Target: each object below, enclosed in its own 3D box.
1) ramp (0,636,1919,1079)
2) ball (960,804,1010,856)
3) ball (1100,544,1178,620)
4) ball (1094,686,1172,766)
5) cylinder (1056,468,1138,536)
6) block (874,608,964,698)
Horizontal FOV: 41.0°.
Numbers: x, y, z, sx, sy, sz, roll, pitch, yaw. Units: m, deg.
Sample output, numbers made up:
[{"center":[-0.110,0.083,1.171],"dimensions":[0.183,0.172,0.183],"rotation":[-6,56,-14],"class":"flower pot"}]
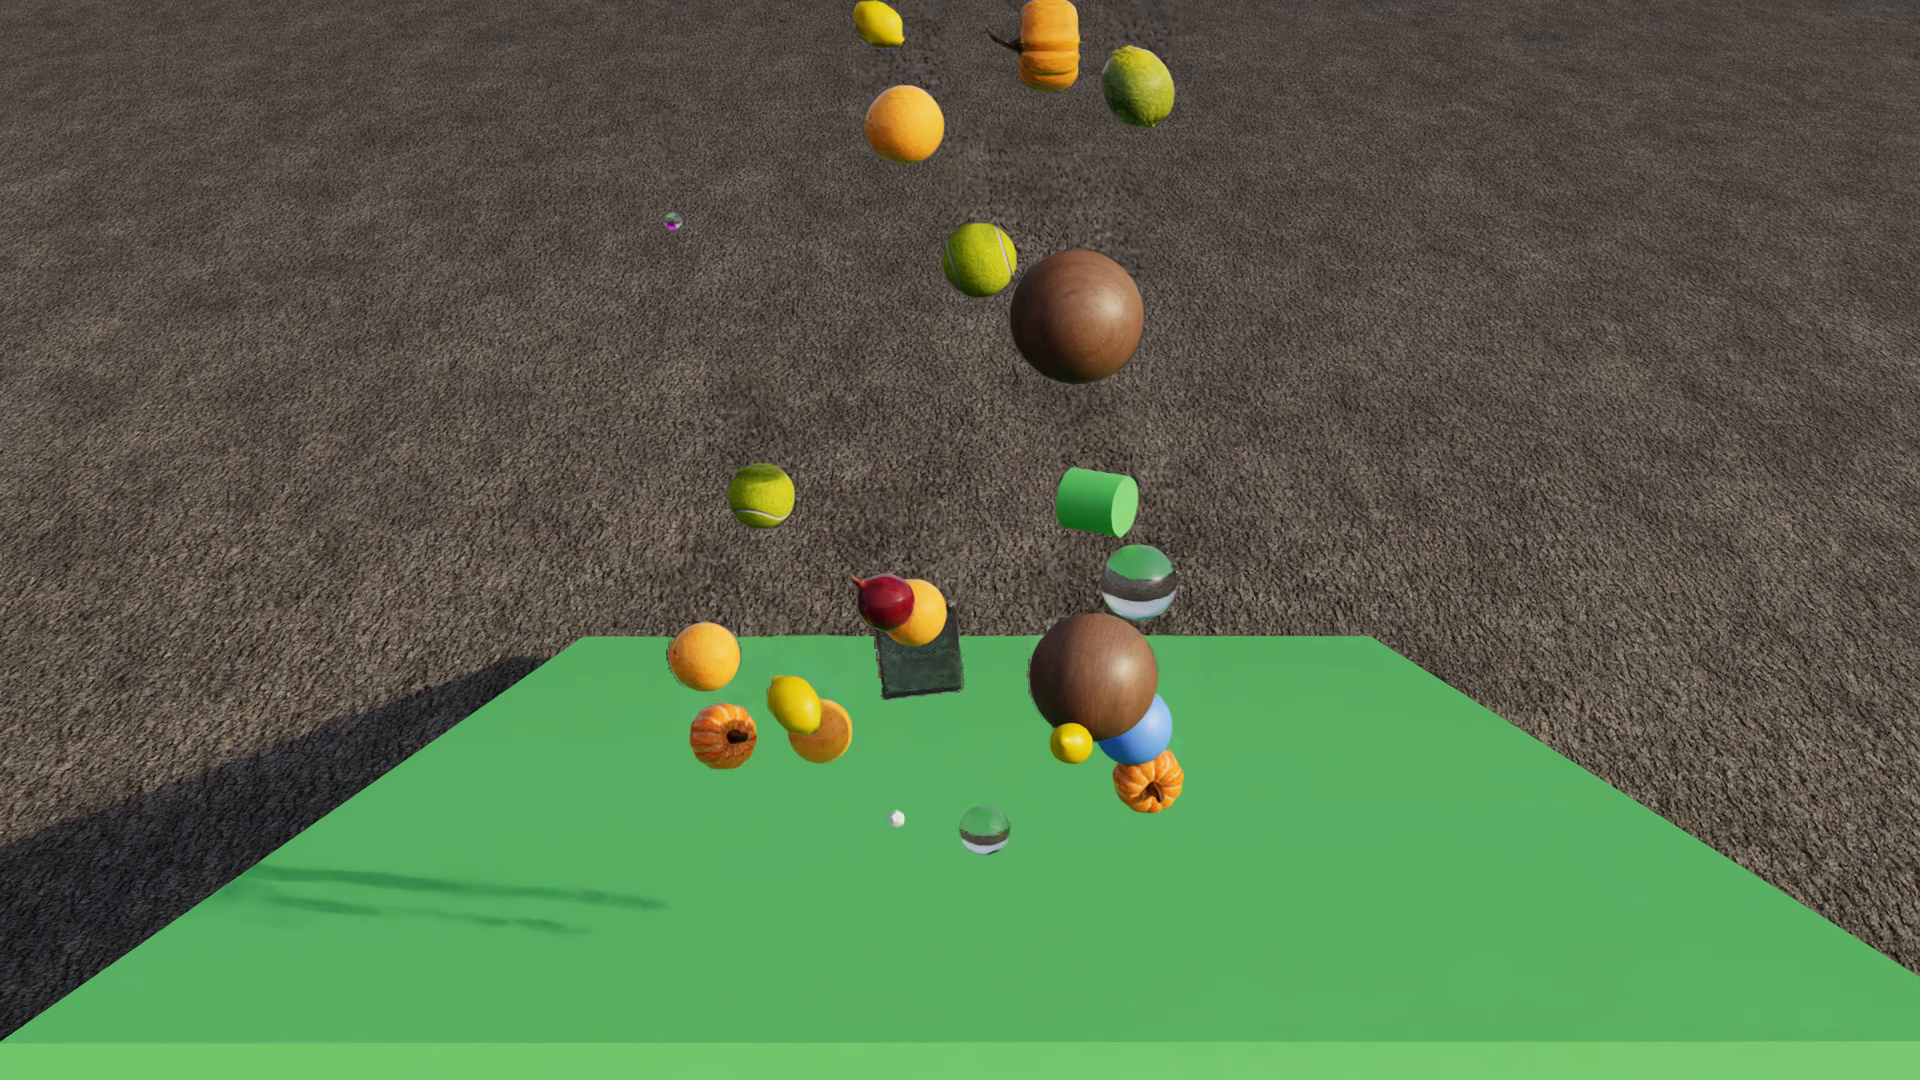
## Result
[{"center":[0.047,0.420,4.534],"dimensions":[2.000,0.100,4.000],"rotation":[0,4,0],"class":"ramp"},{"center":[0.027,0.311,2.745],"dimensions":[0.055,0.055,0.055],"rotation":[0,20,0],"class":"ball"},{"center":[0.193,0.046,2.779],"dimensions":[0.083,0.083,0.083],"rotation":[0,20,0],"class":"ball"},{"center":[0.186,0.200,2.767],"dimensions":[0.085,0.085,0.085],"rotation":[0,20,0],"class":"ball"},{"center":[0.150,-0.042,2.801],"dimensions":[0.066,0.066,0.066],"rotation":[10,22,28],"class":"cylinder"},{"center":[-0.046,0.127,2.899],"dimensions":[0.087,0.087,0.087],"rotation":[-7,2,2],"class":"block"}]
